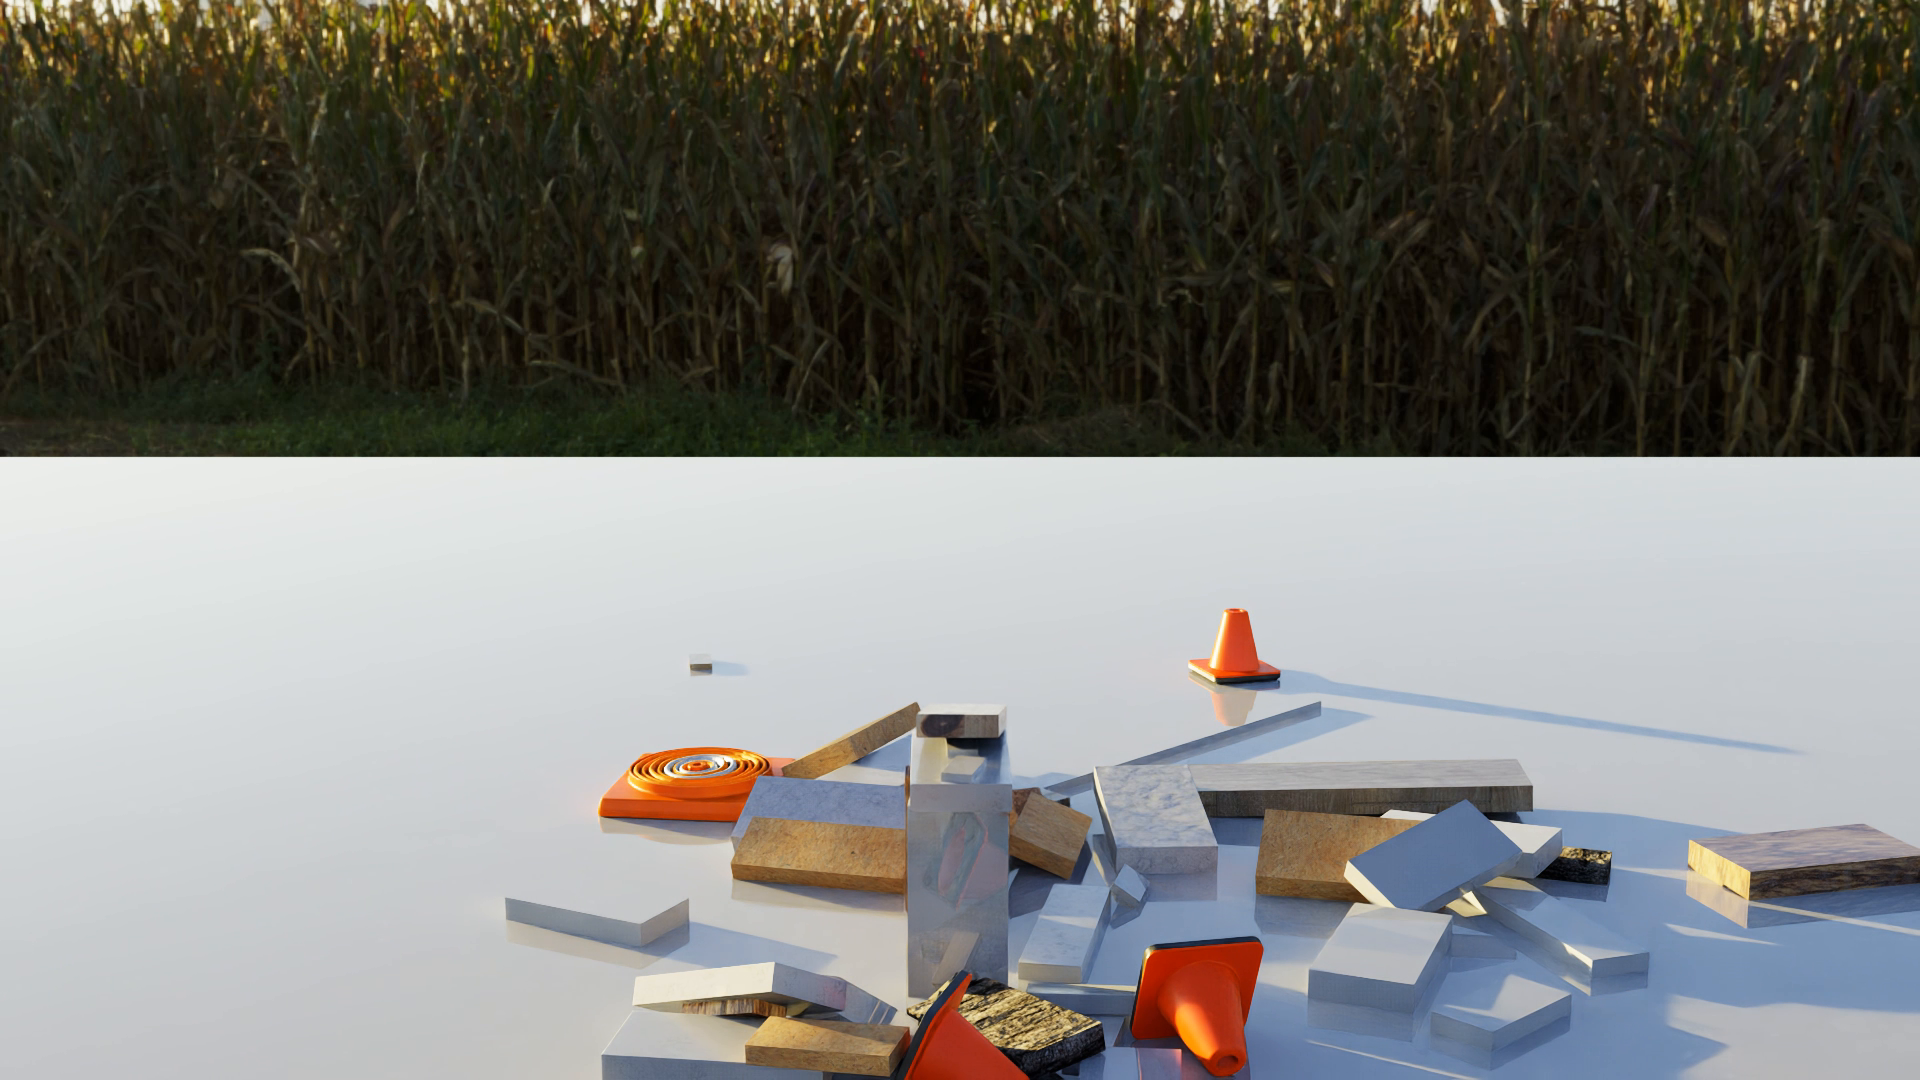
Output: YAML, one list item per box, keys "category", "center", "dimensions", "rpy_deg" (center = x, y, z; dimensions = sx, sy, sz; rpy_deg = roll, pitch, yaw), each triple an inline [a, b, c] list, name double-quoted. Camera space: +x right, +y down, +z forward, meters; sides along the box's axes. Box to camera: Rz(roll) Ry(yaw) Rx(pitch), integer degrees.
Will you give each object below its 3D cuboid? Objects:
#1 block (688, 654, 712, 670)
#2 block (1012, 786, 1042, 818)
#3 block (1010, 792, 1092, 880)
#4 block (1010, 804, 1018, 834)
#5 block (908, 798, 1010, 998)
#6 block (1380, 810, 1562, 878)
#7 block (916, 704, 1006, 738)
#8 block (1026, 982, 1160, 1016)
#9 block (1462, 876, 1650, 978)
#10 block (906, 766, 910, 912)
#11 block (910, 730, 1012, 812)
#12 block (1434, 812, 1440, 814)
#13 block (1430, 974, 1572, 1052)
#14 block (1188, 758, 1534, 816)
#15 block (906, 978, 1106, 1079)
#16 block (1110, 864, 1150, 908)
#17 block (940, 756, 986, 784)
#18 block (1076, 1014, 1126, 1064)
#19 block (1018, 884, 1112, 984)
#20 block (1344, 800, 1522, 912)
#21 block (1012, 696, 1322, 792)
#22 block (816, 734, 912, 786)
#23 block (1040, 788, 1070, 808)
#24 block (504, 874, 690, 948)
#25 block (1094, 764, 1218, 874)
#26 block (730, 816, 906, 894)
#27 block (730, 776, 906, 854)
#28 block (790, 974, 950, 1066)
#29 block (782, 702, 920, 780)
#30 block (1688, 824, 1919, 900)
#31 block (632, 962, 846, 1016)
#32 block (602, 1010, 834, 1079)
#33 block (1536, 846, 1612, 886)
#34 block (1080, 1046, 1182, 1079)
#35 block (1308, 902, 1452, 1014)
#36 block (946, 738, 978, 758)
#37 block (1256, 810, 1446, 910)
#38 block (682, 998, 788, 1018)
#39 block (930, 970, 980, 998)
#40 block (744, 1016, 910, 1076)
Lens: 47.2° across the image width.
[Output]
- category: "block"
  center: [-0.619, 0.290, 5.243]
  dimensions: [0.052, 0.015, 0.103]
  rpy_deg: [-2, 11, -9]
- category: "block"
  center: [0.064, 0.498, 3.968]
  dimensions: [0.192, 0.025, 0.087]
  rpy_deg: [-4, 49, -20]
- category: "block"
  center: [0.157, 0.516, 3.853]
  dimensions: [0.121, 0.034, 0.241]
  rpy_deg: [23, 14, 5]
- category: "block"
  center: [0.074, 0.508, 3.912]
  dimensions: [0.064, 0.018, 0.129]
  rpy_deg: [-3, 37, -18]
- category: "block"
  center: [-0.002, 0.525, 3.220]
  dimensions: [0.146, 0.292, 0.041]
  rpy_deg: [1, 11, 3]
- category: "block"
  center: [0.859, 0.520, 3.779]
  dimensions: [0.309, 0.044, 0.154]
  rpy_deg: [3, 11, 32]
- category: "block"
  center: [0.005, 0.278, 3.386]
  dimensions: [0.122, 0.035, 0.245]
  rpy_deg: [0, -1, 4]
- category: "block"
  center: [0.191, 0.660, 3.160]
  dimensions: [0.191, 0.027, 0.095]
  rpy_deg: [1, -3, 4]
- category: "block"
  center: [0.930, 0.605, 3.509]
  dimensions: [0.101, 0.029, 0.415]
  rpy_deg: [-3, 11, -18]
- category: "block"
  center: [-0.025, 0.473, 3.472]
  dimensions: [0.122, 0.245, 0.035]
  rpy_deg: [0, 23, 0]
- category: "block"
  center: [0.000, 0.342, 3.286]
  dimensions: [0.146, 0.041, 0.292]
  rpy_deg: [0, 10, -1]
- category: "block"
  center: [0.914, 0.498, 4.117]
  dimensions: [0.122, 0.017, 0.061]
  rpy_deg: [-4, 11, -22]
- category: "block"
  center: [0.774, 0.674, 3.140]
  dimensions: [0.202, 0.029, 0.101]
  rpy_deg: [-10, 14, -42]
- category: "block"
  center: [0.744, 0.465, 4.135]
  dimensions: [0.625, 0.049, 0.175]
  rpy_deg: [-2, 10, 5]
- category: "block"
  center: [0.060, 0.670, 3.015]
  dimensions: [0.138, 0.039, 0.275]
  rpy_deg: [-15, 11, -32]
- category: "block"
  center: [0.282, 0.573, 3.649]
  dimensions: [0.052, 0.015, 0.103]
  rpy_deg: [35, 17, 6]
- category: "block"
  center: [0.006, 0.332, 3.189]
  dimensions: [0.046, 0.013, 0.092]
  rpy_deg: [3, 11, 14]
- category: "block"
  center: [0.187, 0.694, 3.060]
  dimensions: [0.066, 0.019, 0.132]
  rpy_deg: [3, 11, 13]
- category: "block"
  center: [0.168, 0.615, 3.460]
  dimensions: [0.095, 0.027, 0.357]
  rpy_deg: [2, 11, 11]
- category: "block"
  center: [0.772, 0.527, 3.586]
  dimensions: [0.266, 0.038, 0.133]
  rpy_deg: [-21, 47, -28]
- category: "block"
  center: [0.428, 0.424, 4.517]
  dimensions: [0.061, 0.017, 0.994]
  rpy_deg: [10, 15, 43]
- category: "block"
  center: [-0.140, 0.452, 4.126]
  dimensions: [0.161, 0.046, 0.447]
  rpy_deg: [9, 22, 41]
- category: "block"
  center: [0.113, 0.498, 4.096]
  dimensions: [0.174, 0.025, 0.087]
  rpy_deg: [-9, 14, -41]
- category: "block"
  center: [-0.585, 0.594, 3.543]
  dimensions: [0.266, 0.038, 0.133]
  rpy_deg: [5, 12, 27]
- category: "block"
  center: [0.345, 0.495, 3.929]
  dimensions: [0.175, 0.049, 0.349]
  rpy_deg: [-1, 18, -3]
- category: "block"
  center: [-0.226, 0.536, 3.742]
  dimensions: [0.303, 0.035, 0.122]
  rpy_deg: [3, 34, 15]
- category: "block"
  center: [-0.223, 0.496, 3.873]
  dimensions: [0.322, 0.046, 0.161]
  rpy_deg: [3, 36, 14]
- category: "block"
  center: [-0.153, 0.663, 3.059]
  dimensions: [0.138, 0.039, 0.275]
  rpy_deg: [15, 0, -37]
- category: "block"
  center: [-0.206, 0.403, 4.341]
  dimensions: [0.161, 0.046, 0.322]
  rpy_deg: [-26, -2, 25]
- category: "block"
  center: [1.449, 0.548, 3.759]
  dimensions: [0.349, 0.049, 0.175]
  rpy_deg: [-3, 11, -15]
- category: "block"
  center: [-0.303, 0.621, 3.010]
  dimensions: [0.275, 0.039, 0.138]
  rpy_deg: [-15, -29, 39]
- category: "block"
  center: [-0.309, 0.673, 2.886]
  dimensions: [0.290, 0.041, 0.145]
  rpy_deg: [1, 11, 8]
- category: "block"
  center: [1.013, 0.554, 3.785]
  dimensions: [0.202, 0.029, 0.101]
  rpy_deg: [4, 11, 20]
- category: "block"
  center: [0.207, 0.749, 2.712]
  dimensions: [0.133, 0.038, 0.514]
  rpy_deg: [1, 11, 5]
- category: "block"
  center: [0.641, 0.630, 3.335]
  dimensions: [0.154, 0.044, 0.309]
  rpy_deg: [4, 11, 22]
- category: "block"
  center: [0.002, 0.309, 3.315]
  dimensions: [0.046, 0.013, 0.092]
  rpy_deg: [0, 10, -2]
- category: "block"
  center: [0.658, 0.532, 3.676]
  dimensions: [0.309, 0.044, 0.154]
  rpy_deg: [3, 39, 14]
- category: "block"
  center: [-0.307, 0.641, 2.982]
  dimensions: [0.132, 0.019, 0.066]
  rpy_deg: [-13, -28, 36]
- category: "block"
  center: [-0.008, 0.646, 3.170]
  dimensions: [0.046, 0.013, 0.092]
  rpy_deg: [-17, -20, -27]
- category: "block"
  center: [-0.169, 0.648, 2.818]
  dimensions: [0.191, 0.027, 0.095]
  rpy_deg: [1, 10, 15]
